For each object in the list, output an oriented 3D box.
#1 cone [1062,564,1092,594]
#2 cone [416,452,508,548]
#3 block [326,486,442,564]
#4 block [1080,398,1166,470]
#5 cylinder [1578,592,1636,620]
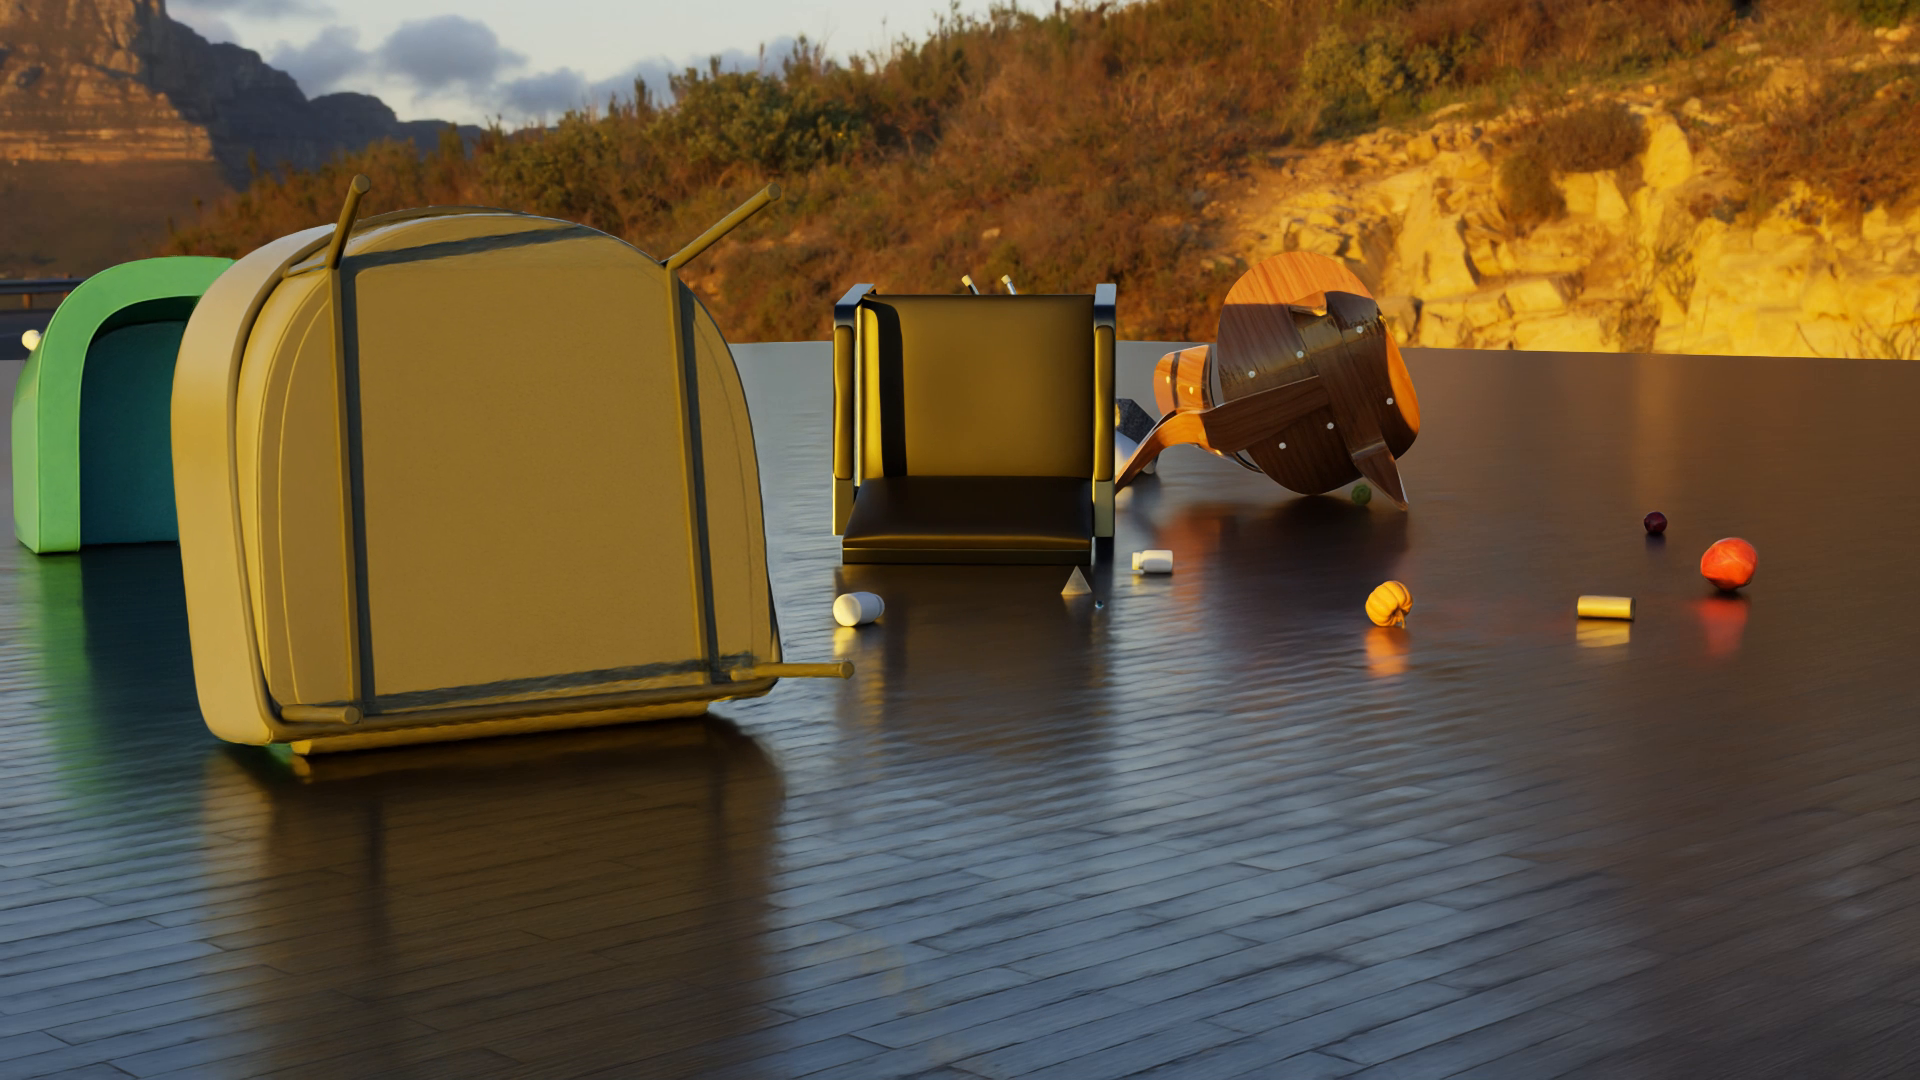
[{"bbox_3d":[0.243,0.081,5.337,0.074,0.060,0.042,-4,7,-32],"label":"cone"},{"bbox_3d":[-1.184,-0.044,6.269,0.314,0.273,0.219,0,-28,46],"label":"cone"},{"bbox_3d":[-1.353,-0.037,6.016,0.216,0.155,0.204,-3,7,-28],"label":"block"},{"bbox_3d":[0.550,-0.357,8.666,0.162,0.146,0.255,4,-21,34],"label":"block"},{"bbox_3d":[1.248,0.129,4.949,0.098,0.042,0.091,11,1,19],"label":"cylinder"}]
